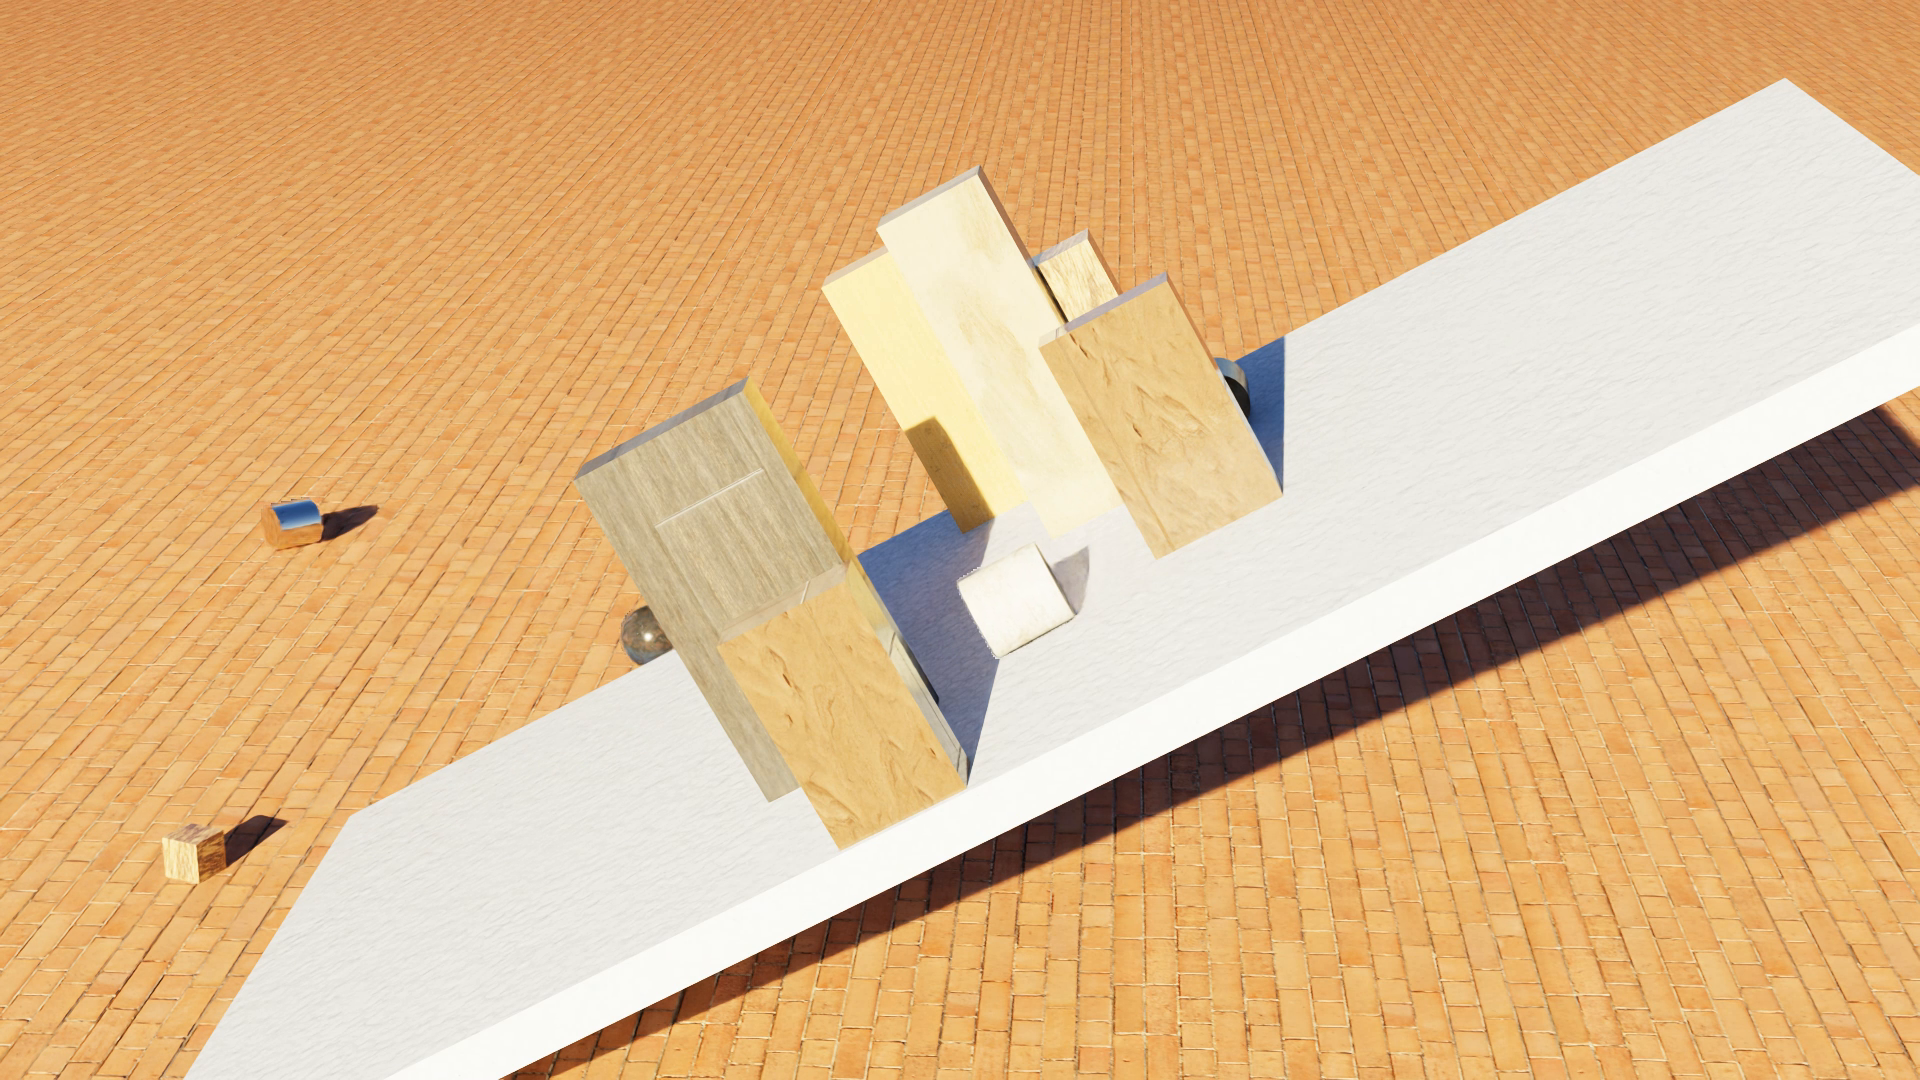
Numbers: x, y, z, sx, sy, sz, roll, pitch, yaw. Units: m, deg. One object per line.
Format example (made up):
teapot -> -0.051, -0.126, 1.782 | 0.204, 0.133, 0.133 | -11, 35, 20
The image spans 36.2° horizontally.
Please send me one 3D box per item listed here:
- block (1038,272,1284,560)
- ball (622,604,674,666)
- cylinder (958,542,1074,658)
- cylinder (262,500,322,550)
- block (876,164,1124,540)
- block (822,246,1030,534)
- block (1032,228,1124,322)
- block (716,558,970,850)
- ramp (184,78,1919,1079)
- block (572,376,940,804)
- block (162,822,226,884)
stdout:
block -> 0.407, -0.250, 5.952 | 0.290, 0.505, 0.092 | -27, 14, 11
ball -> -0.922, 0.292, 8.878 | 0.198, 0.198, 0.198 | 0, 18, 0
cylinder -> 0.114, 0.120, 5.937 | 0.175, 0.175, 0.175 | -29, 18, 4
cylinder -> -2.275, -0.052, 10.025 | 0.149, 0.149, 0.149 | -13, 22, -35
block -> 0.124, -0.409, 6.467 | 0.249, 0.797, 0.121 | -27, 14, 11
block -> 0.010, -0.401, 6.912 | 0.377, 0.676, 0.119 | -27, 14, 11
block -> 0.263, -0.372, 6.585 | 0.342, 0.542, 0.122 | -27, 14, 11
block -> -0.209, 0.303, 5.380 | 0.266, 0.451, 0.129 | -27, 14, 11
ramp -> 0.141, 0.167, 6.282 | 4.000, 0.100, 2.000 | -27, 14, 11
block -> -0.396, 0.103, 5.806 | 0.382, 0.761, 0.120 | -27, 14, 11
block -> -1.942, 0.795, 7.464 | 0.107, 0.107, 0.107 | 8, 20, 24
